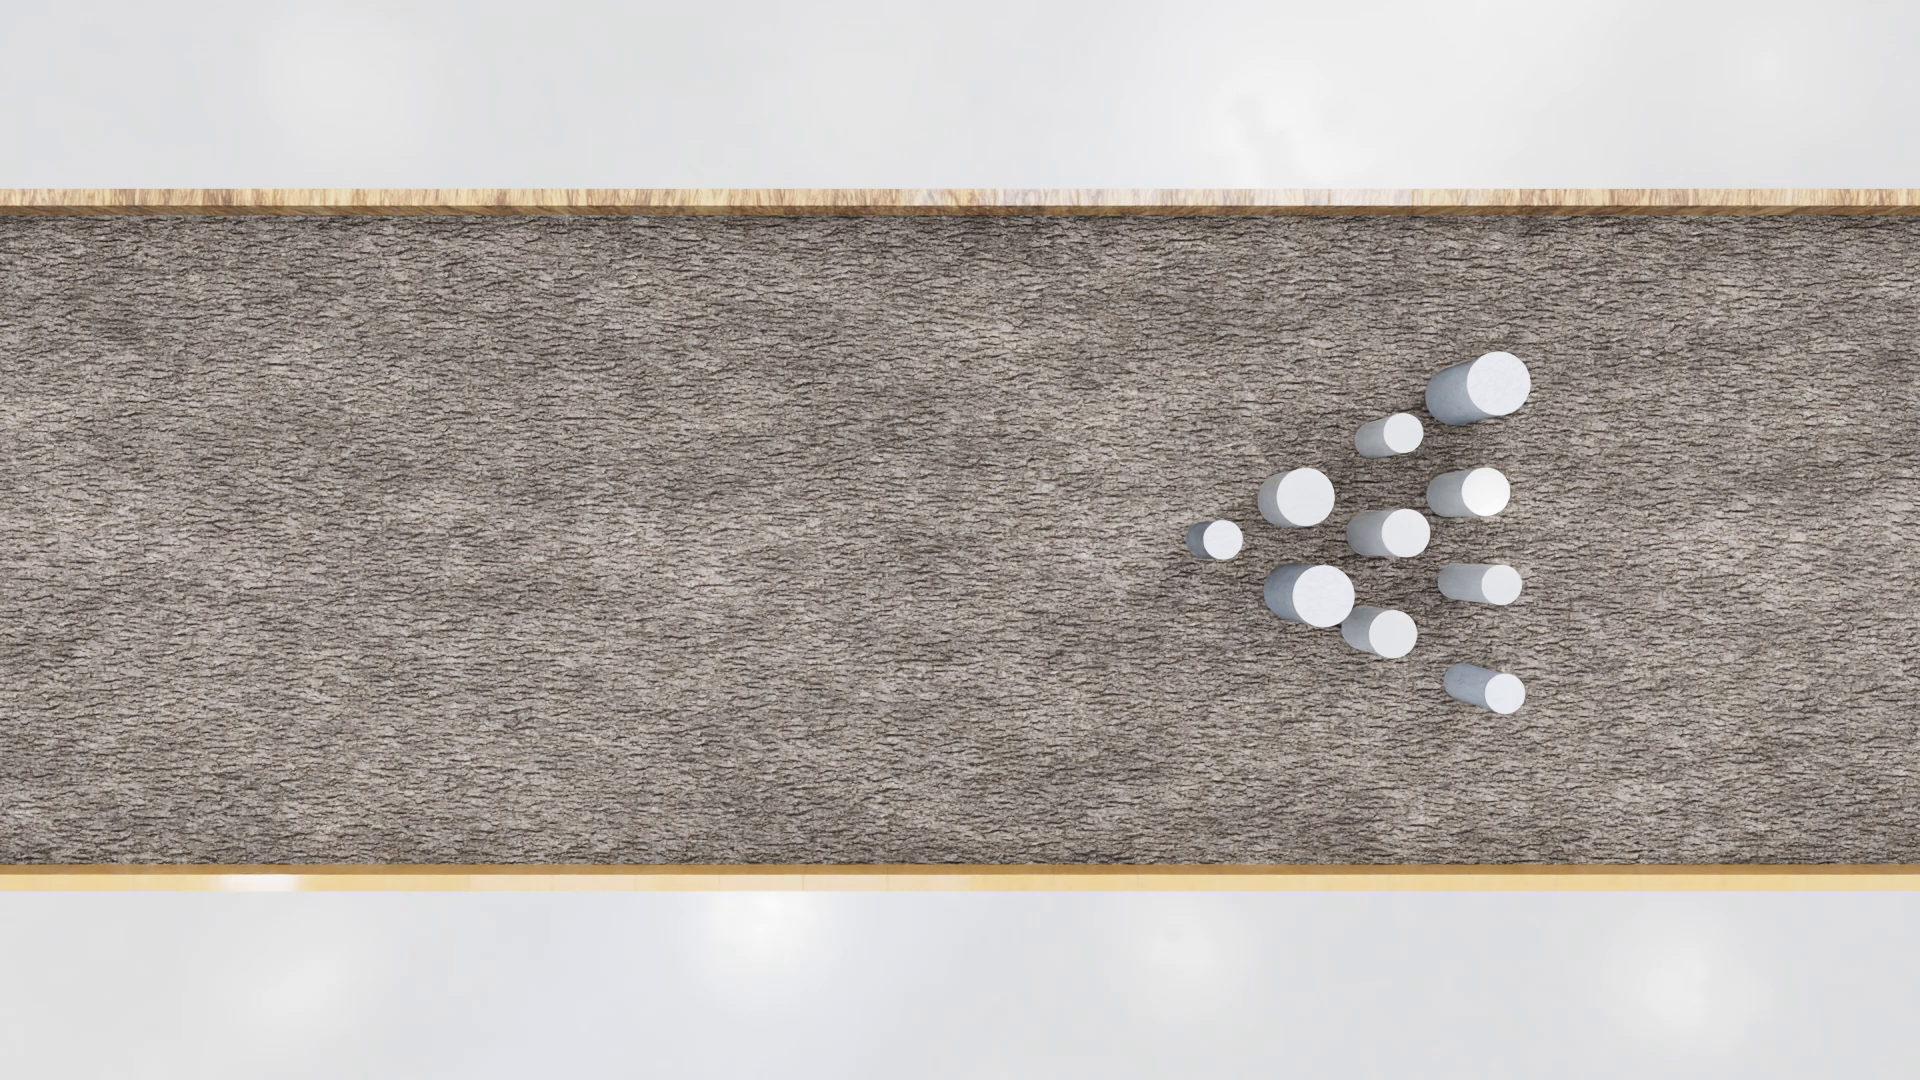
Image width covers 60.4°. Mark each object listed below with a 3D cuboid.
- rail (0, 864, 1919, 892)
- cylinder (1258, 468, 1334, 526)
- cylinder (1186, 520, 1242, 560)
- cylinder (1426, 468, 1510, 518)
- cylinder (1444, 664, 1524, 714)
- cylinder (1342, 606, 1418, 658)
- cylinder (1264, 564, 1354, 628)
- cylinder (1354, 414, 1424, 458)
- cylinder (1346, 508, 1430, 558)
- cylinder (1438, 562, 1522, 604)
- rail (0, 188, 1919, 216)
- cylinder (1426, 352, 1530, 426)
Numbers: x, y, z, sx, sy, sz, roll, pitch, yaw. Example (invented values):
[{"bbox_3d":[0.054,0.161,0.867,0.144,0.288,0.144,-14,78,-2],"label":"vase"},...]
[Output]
[{"bbox_3d":[-2.247,1.025,5.001,12.000,0.150,0.050,0,90,0],"label":"rail"},{"bbox_3d":[0.998,-0.124,4.919,0.167,0.315,0.167,0,90,0],"label":"cylinder"},{"bbox_3d":[0.750,-0.001,4.889,0.112,0.375,0.112,0,90,0],"label":"cylinder"},{"bbox_3d":[1.504,-0.138,4.896,0.137,0.362,0.137,0,90,0],"label":"cylinder"},{"bbox_3d":[1.546,0.436,4.877,0.114,0.400,0.114,0,90,0],"label":"cylinder"},{"bbox_3d":[1.243,0.270,4.905,0.138,0.342,0.138,0,90,0],"label":"cylinder"},{"bbox_3d":[1.021,0.158,4.853,0.174,0.446,0.174,0,90,0],"label":"cylinder"},{"bbox_3d":[1.270,-0.306,4.901,0.114,0.351,0.114,0,90,0],"label":"cylinder"},{"bbox_3d":[1.255,-0.019,4.859,0.136,0.435,0.136,0,90,0],"label":"cylinder"},{"bbox_3d":[1.526,0.127,4.862,0.113,0.429,0.113,0,90,0],"label":"cylinder"},{"bbox_3d":[-2.247,-1.025,5.002,12.000,0.150,0.050,0,90,0],"label":"rail"},{"bbox_3d":[1.521,-0.442,4.867,0.180,0.418,0.180,0,90,0],"label":"cylinder"}]
